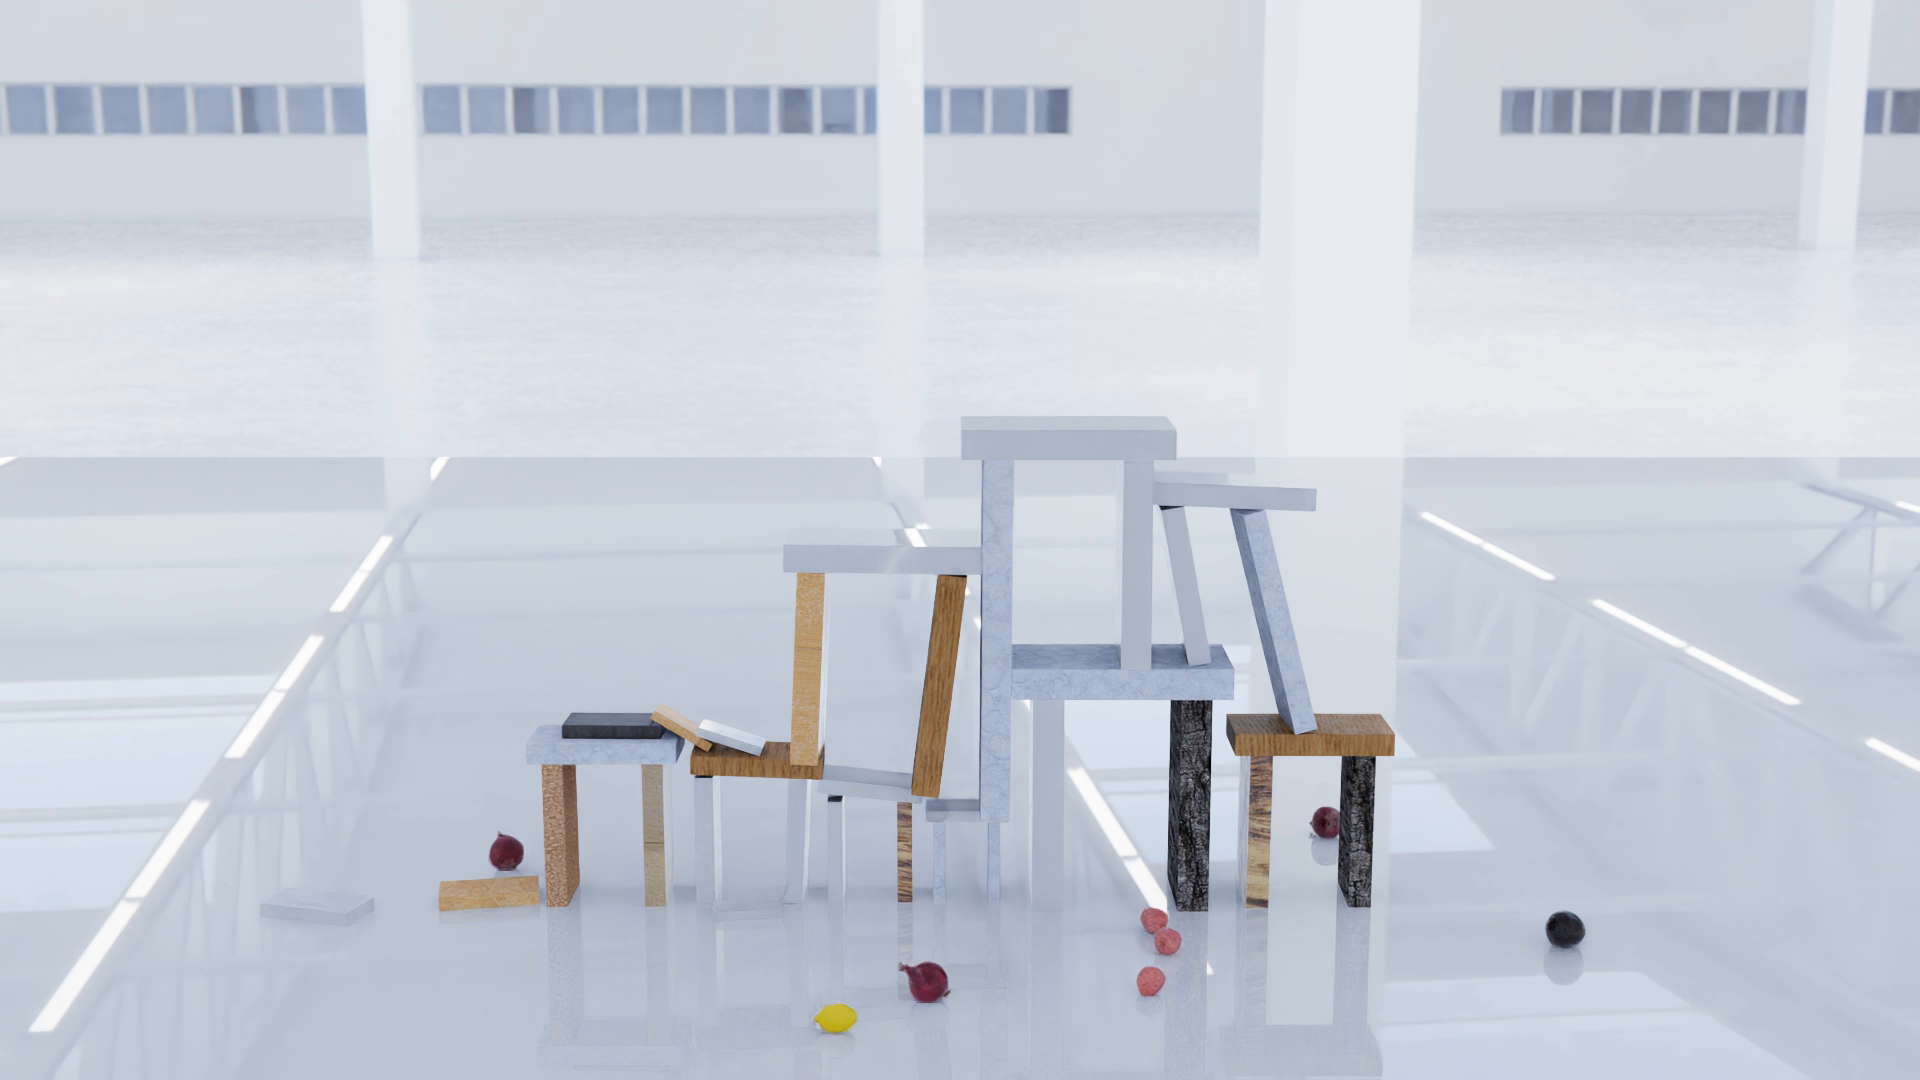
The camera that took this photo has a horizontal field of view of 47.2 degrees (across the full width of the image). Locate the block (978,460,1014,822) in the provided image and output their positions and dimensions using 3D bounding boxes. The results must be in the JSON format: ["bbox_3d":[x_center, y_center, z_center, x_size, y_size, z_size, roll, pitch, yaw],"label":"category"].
[{"bbox_3d":[0.058,0.149,3.585,0.048,0.589,0.169,0,11,0],"label":"block"}]

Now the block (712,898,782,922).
[{"bbox_3d":[-0.346,0.600,3.571,0.109,0.015,0.054,-2,11,-9],"label":"block"}]

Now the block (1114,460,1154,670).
[{"bbox_3d":[0.281,0.025,3.562,0.048,0.338,0.169,0,11,0],"label":"block"}]

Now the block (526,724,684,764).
[{"bbox_3d":[-0.581,0.336,3.618,0.242,0.034,0.121,0,11,0],"label":"block"}]

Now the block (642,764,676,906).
[{"bbox_3d":[-0.499,0.472,3.644,0.034,0.242,0.121,0,11,0],"label":"block"}]

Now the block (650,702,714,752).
[{"bbox_3d":[-0.453,0.307,3.613,0.109,0.015,0.054,31,10,-3],"label":"block"}]

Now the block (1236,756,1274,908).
[{"bbox_3d":[0.487,0.464,3.641,0.036,0.257,0.129,0,11,0],"label":"block"}]

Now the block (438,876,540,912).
[{"bbox_3d":[-0.778,0.584,3.638,0.161,0.023,0.081,-2,11,-11],"label":"block"}]

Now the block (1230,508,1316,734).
[{"bbox_3d":[0.507,0.122,3.573,0.037,0.370,0.129,-15,11,-1],"label":"block"}]

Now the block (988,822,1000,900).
[{"bbox_3d":[0.056,0.524,3.655,0.019,0.135,0.068,0,11,0],"label":"block"}]

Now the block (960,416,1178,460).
[{"bbox_3d":[0.170,-0.164,3.526,0.337,0.048,0.169,0,11,0],"label":"block"}]

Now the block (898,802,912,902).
[{"bbox_3d":[-0.091,0.505,3.654,0.024,0.172,0.086,0,11,-1],"label":"block"}]

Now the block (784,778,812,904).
[{"bbox_3d":[-0.269,0.483,3.653,0.030,0.215,0.108,3,11,0],"label":"block"}]

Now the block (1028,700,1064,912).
[{"bbox_3d":[0.142,0.415,3.639,0.050,0.356,0.178,0,11,0],"label":"block"}]

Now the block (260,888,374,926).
[{"bbox_3d":[-1.044,0.596,3.574,0.161,0.023,0.081,3,11,17],"label":"block"}]

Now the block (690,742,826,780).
[{"bbox_3d":[-0.332,0.360,3.622,0.215,0.030,0.108,3,11,-2],"label":"block"}]

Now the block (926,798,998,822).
[{"bbox_3d":[0.011,0.448,3.641,0.135,0.019,0.067,0,11,0],"label":"block"}]

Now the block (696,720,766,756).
[{"bbox_3d":[-0.374,0.324,3.606,0.109,0.015,0.054,18,11,-1],"label":"block"}]

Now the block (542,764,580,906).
[{"bbox_3d":[-0.661,0.472,3.643,0.034,0.242,0.121,0,11,0],"label":"block"}]

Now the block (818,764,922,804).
[{"bbox_3d":[-0.147,0.402,3.629,0.172,0.024,0.086,6,10,-2],"label":"block"}]

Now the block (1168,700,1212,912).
[{"bbox_3d":[0.379,0.415,3.639,0.050,0.356,0.178,0,11,0],"label":"block"}]

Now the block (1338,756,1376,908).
[{"bbox_3d":[0.657,0.464,3.643,0.036,0.257,0.129,0,11,2],"label":"block"}]

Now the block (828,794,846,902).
[{"bbox_3d":[-0.205,0.505,3.654,0.024,0.172,0.086,0,11,0],"label":"block"}]

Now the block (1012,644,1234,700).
[{"bbox_3d":[0.261,0.215,3.602,0.355,0.050,0.178,0,11,0],"label":"block"}]

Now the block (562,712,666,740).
[{"bbox_3d":[-0.567,0.306,3.622,0.161,0.023,0.081,0,11,1],"label":"block"}]

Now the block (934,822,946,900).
[{"bbox_3d":[-0.034,0.524,3.655,0.019,0.135,0.068,0,11,0],"label":"block"}]

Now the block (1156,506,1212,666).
[{"bbox_3d":[0.361,0.064,3.568,0.037,0.258,0.129,-11,10,2],"label":"block"}]

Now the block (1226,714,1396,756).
[{"bbox_3d":[0.574,0.320,3.615,0.257,0.036,0.129,0,11,0],"label":"block"}]

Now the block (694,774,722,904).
[{"bbox_3d":[-0.418,0.484,3.653,0.030,0.215,0.108,0,11,0],"label":"block"}]

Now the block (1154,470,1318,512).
[{"bbox_3d":[0.435,-0.080,3.542,0.258,0.037,0.129,2,10,0],"label":"block"}]

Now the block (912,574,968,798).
[{"bbox_3d":[-0.034,0.222,3.597,0.045,0.365,0.158,7,10,-1],"label":"block"}]

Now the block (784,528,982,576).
[{"bbox_3d":[-0.123,0.017,3.563,0.316,0.045,0.158,1,10,0],"label":"block"}]

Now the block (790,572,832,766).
[{"bbox_3d":[-0.243,0.193,3.596,0.045,0.316,0.158,3,10,0],"label":"block"}]
